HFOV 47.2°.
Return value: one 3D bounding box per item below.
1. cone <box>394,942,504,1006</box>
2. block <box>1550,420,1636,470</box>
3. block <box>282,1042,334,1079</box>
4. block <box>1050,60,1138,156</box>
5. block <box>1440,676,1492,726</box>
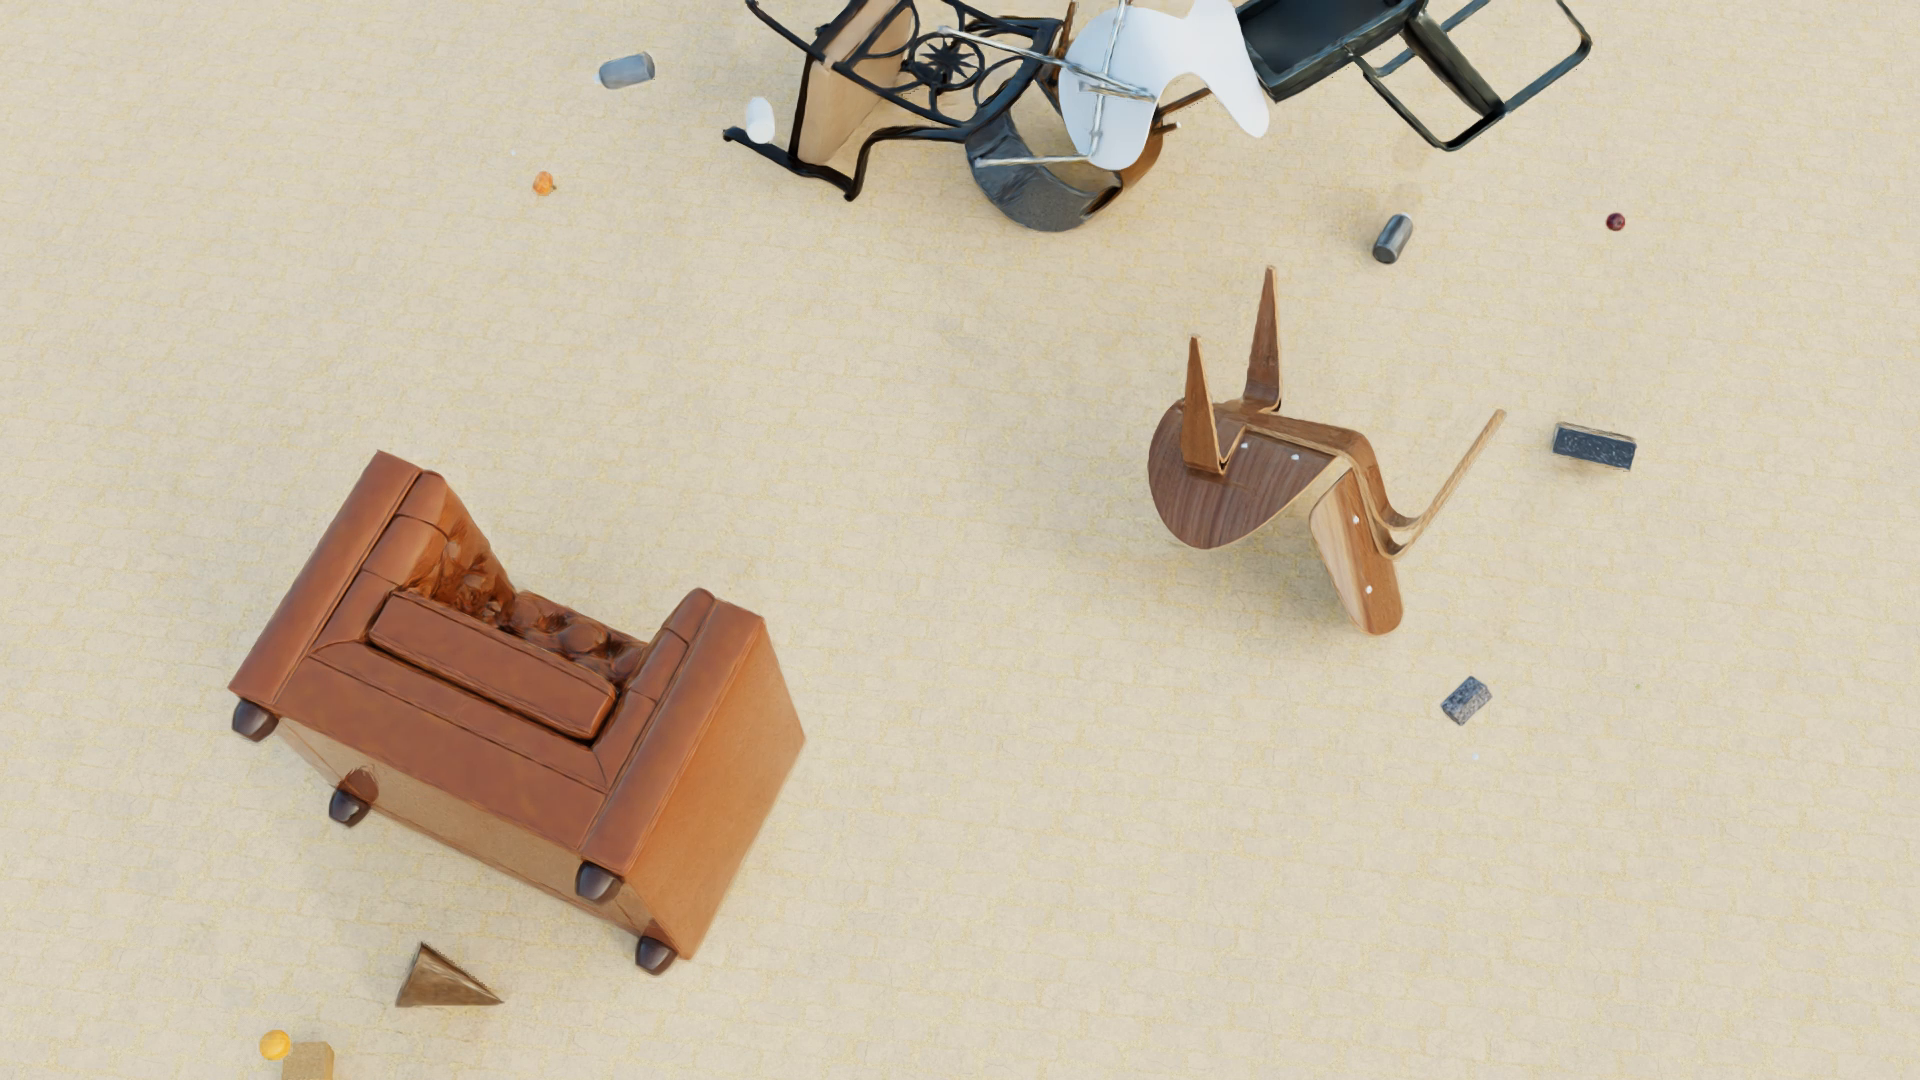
[{"bbox_3d":[-1.301,1.163,5.693,0.265,0.275,0.125,20,44,-13],"label":"cone"},{"bbox_3d":[1.918,-0.288,6.663,0.232,0.080,0.135,13,14,9],"label":"block"},{"bbox_3d":[-1.666,1.348,5.618,0.105,0.085,0.103,-3,56,-2],"label":"block"},{"bbox_3d":[0.451,-1.442,7.359,0.165,0.252,0.136,-39,24,-33],"label":"block"},{"bbox_3d":[1.378,0.437,5.987,0.118,0.051,0.062,-42,36,-6],"label":"block"}]
